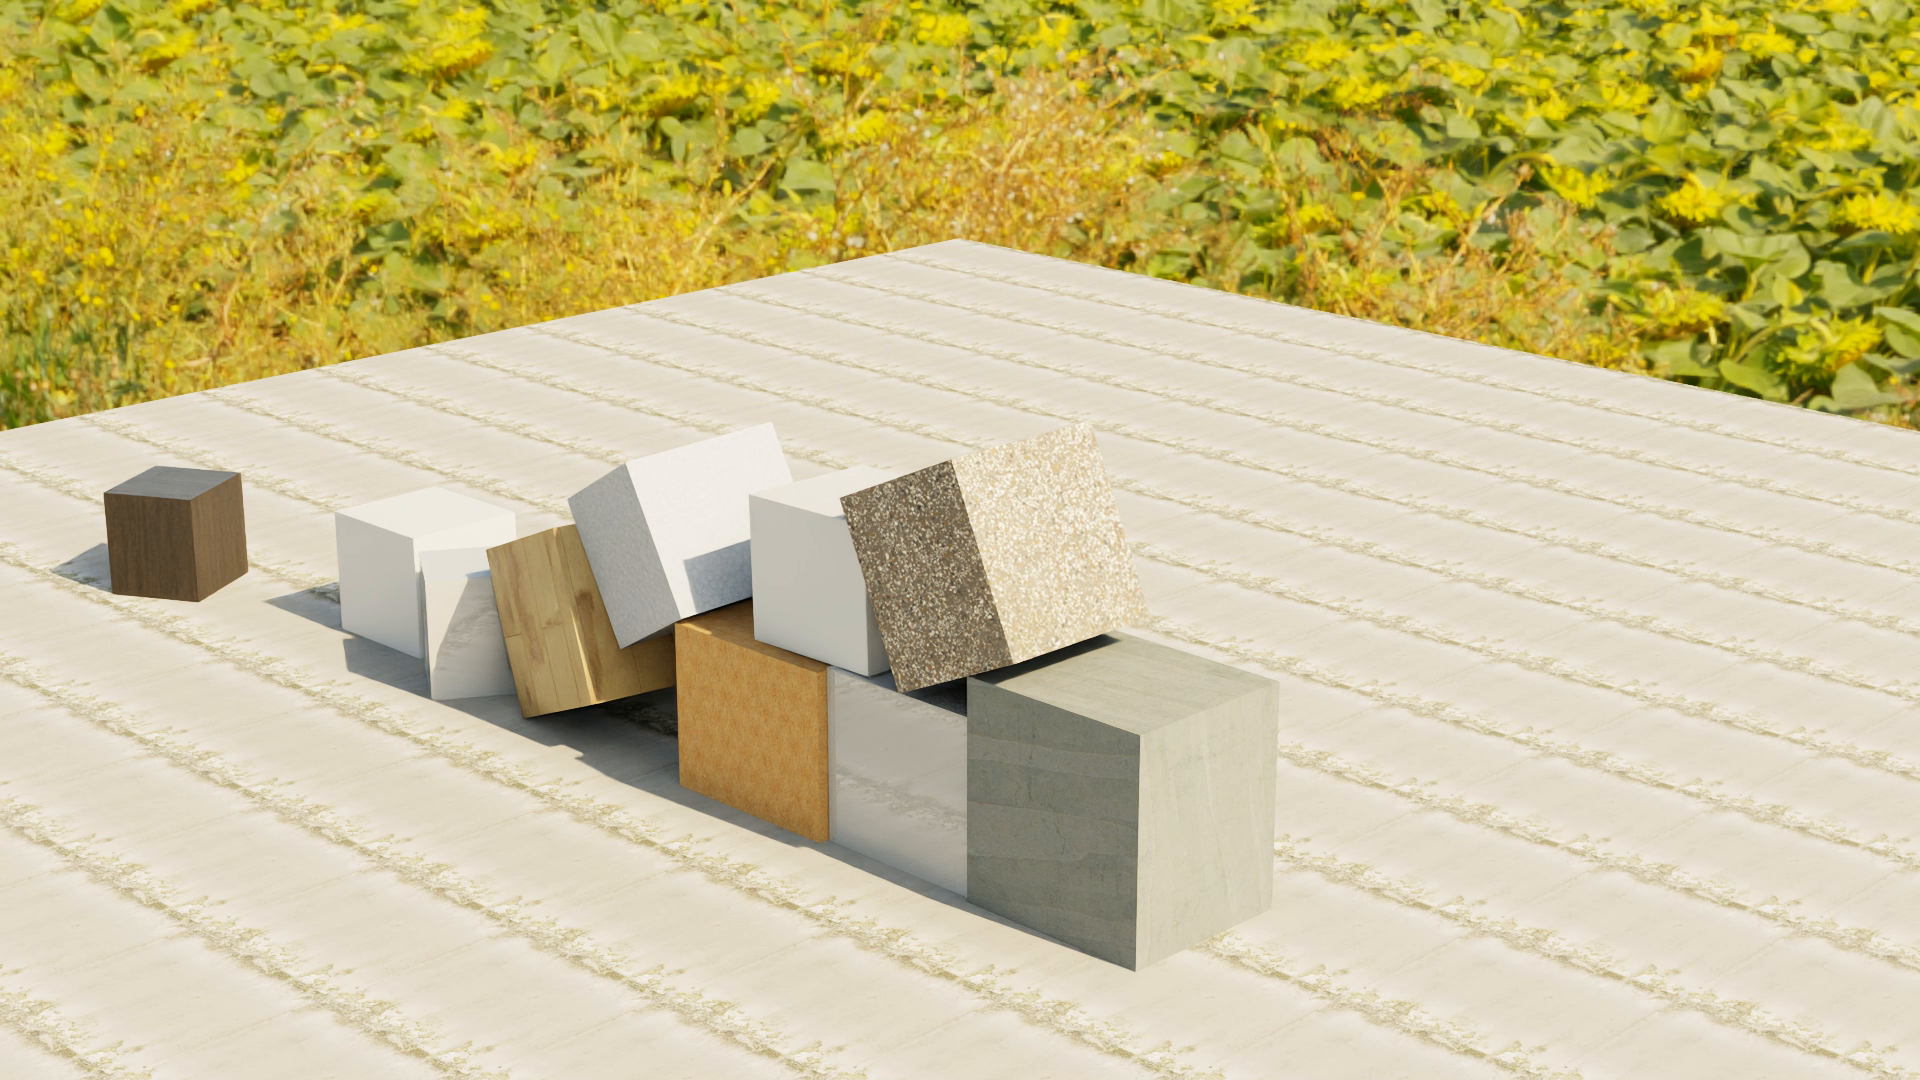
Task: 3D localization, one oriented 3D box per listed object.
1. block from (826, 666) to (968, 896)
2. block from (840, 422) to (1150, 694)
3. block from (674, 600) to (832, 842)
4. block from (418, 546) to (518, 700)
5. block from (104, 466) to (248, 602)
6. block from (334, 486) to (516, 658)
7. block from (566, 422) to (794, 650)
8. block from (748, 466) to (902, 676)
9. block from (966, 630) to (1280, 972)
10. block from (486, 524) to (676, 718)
[{"bbox_3d":[0.007,1.016,13.665,0.822,0.867,0.942,-17,24,-42],"label":"block"},{"bbox_3d":[0.156,0.078,13.160,0.867,0.920,0.800,-17,0,-41],"label":"block"},{"bbox_3d":[-0.691,0.814,14.336,1.018,0.851,0.942,16,24,42],"label":"block"},{"bbox_3d":[-2.583,0.437,15.843,0.609,0.666,0.543,-4,18,-13],"label":"block"},{"bbox_3d":[-4.655,-0.042,17.432,0.568,0.627,0.599,5,18,15],"label":"block"},{"bbox_3d":[-3.017,0.173,16.627,0.744,0.700,0.696,16,24,41],"label":"block"},{"bbox_3d":[-1.323,-0.021,14.684,0.856,0.806,0.713,-18,-4,-34],"label":"block"},{"bbox_3d":[-0.449,0.131,13.852,0.717,0.720,0.808,-16,22,-41],"label":"block"},{"bbox_3d":[0.712,1.122,12.974,1.014,1.081,0.913,17,24,42],"label":"block"},{"bbox_3d":[-1.780,0.356,15.287,0.945,0.907,0.836,-12,-1,-34],"label":"block"}]
